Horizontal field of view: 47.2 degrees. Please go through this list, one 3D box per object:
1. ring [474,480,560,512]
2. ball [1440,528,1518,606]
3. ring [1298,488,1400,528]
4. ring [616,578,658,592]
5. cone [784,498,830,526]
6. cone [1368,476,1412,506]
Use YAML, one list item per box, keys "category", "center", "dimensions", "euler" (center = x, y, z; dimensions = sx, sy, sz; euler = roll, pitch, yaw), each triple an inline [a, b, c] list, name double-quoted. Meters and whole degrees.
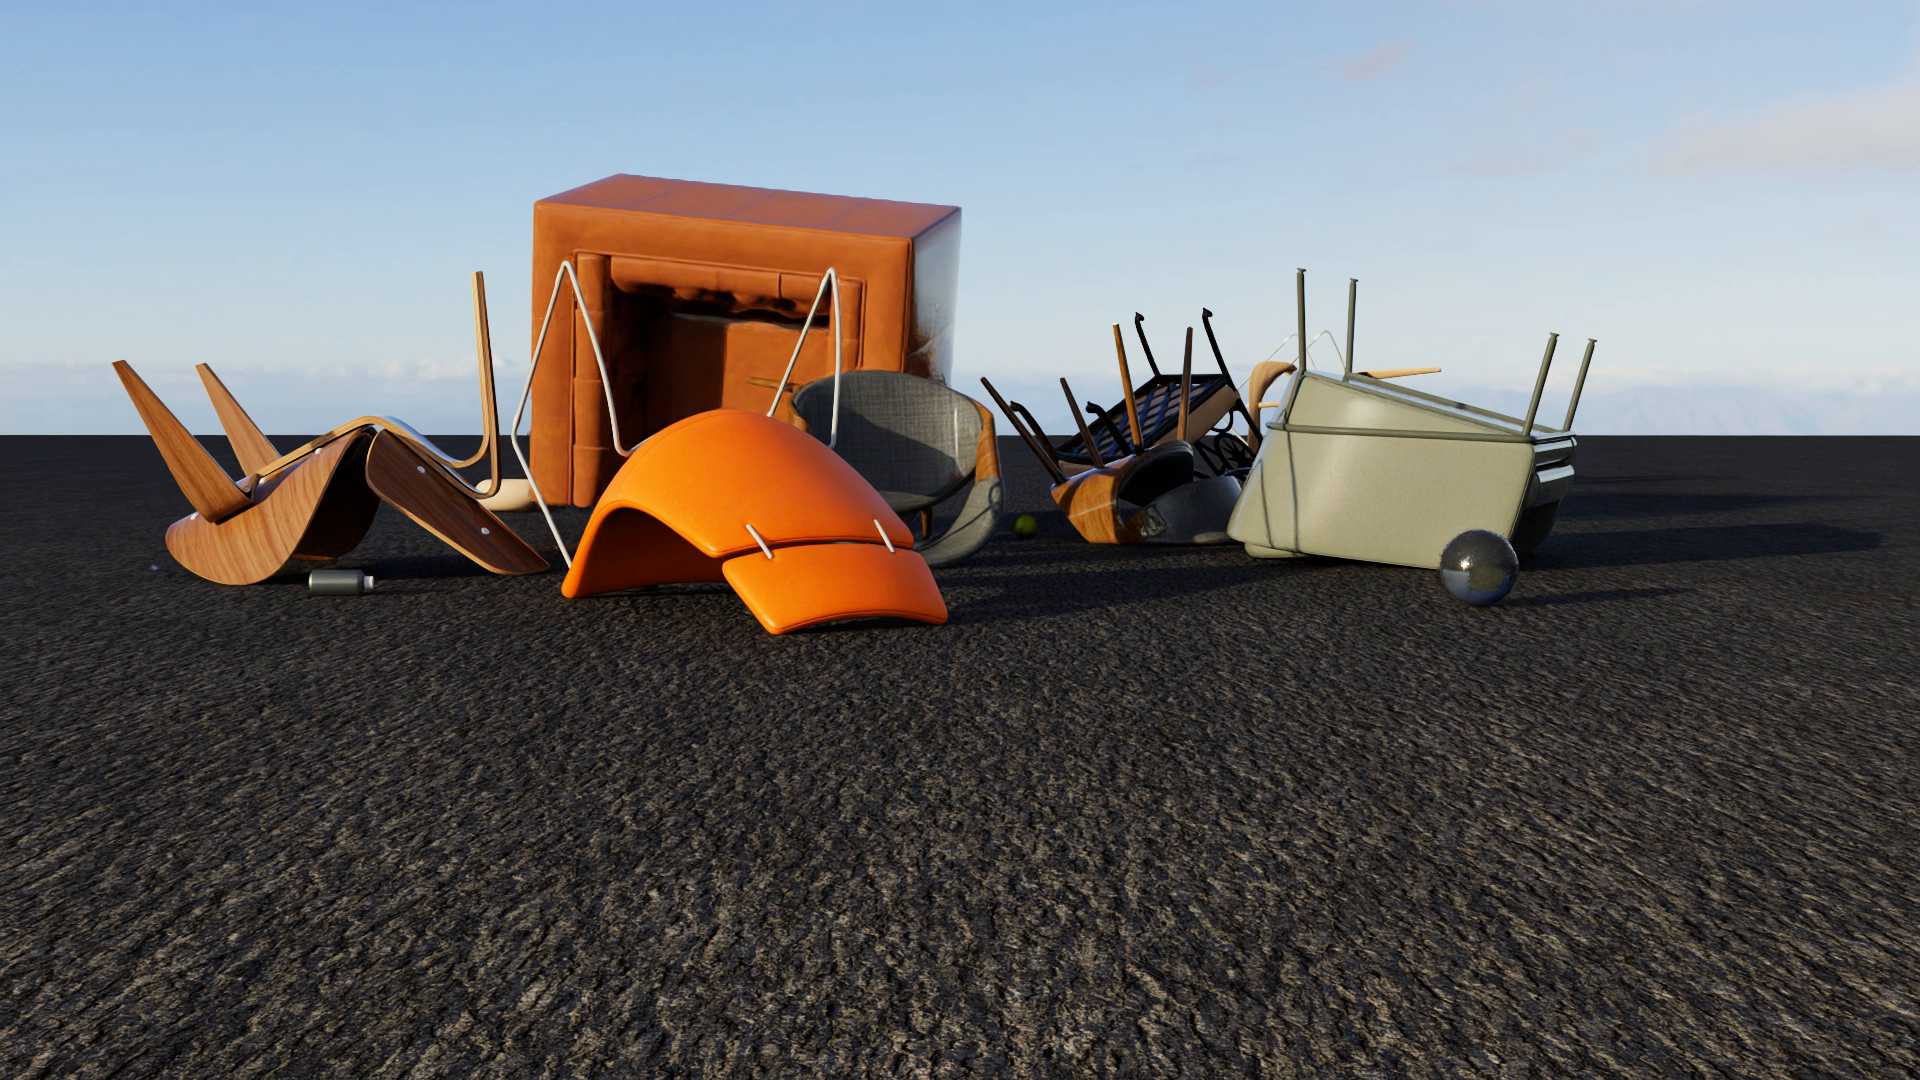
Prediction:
- category: "ring"
  center: [-1.635, -0.164, 8.119]
  dimensions: [0.333, 0.114, 0.288]
  euler: [3, 4, 32]
- category: "ball"
  center: [1.073, 0.057, 4.550]
  dimensions: [0.160, 0.160, 0.160]
  euler: [0, 4, 0]
- category: "ring"
  center: [1.284, -0.106, 7.254]
  dimensions: [0.279, 0.116, 0.448]
  euler: [2, 5, 41]
- category: "ring"
  center: [-0.719, 0.101, 4.902]
  dimensions: [0.091, 0.025, 0.102]
  euler: [2, 4, 13]
- category: "cone"
  center: [-0.491, -0.072, 7.263]
  dimensions: [0.156, 0.090, 0.105]
  euler: [22, 48, 28]
- category: "cone"
  center: [1.588, -0.143, 8.147]
  dimensions: [0.161, 0.183, 0.092]
  euler: [1, 49, 14]
